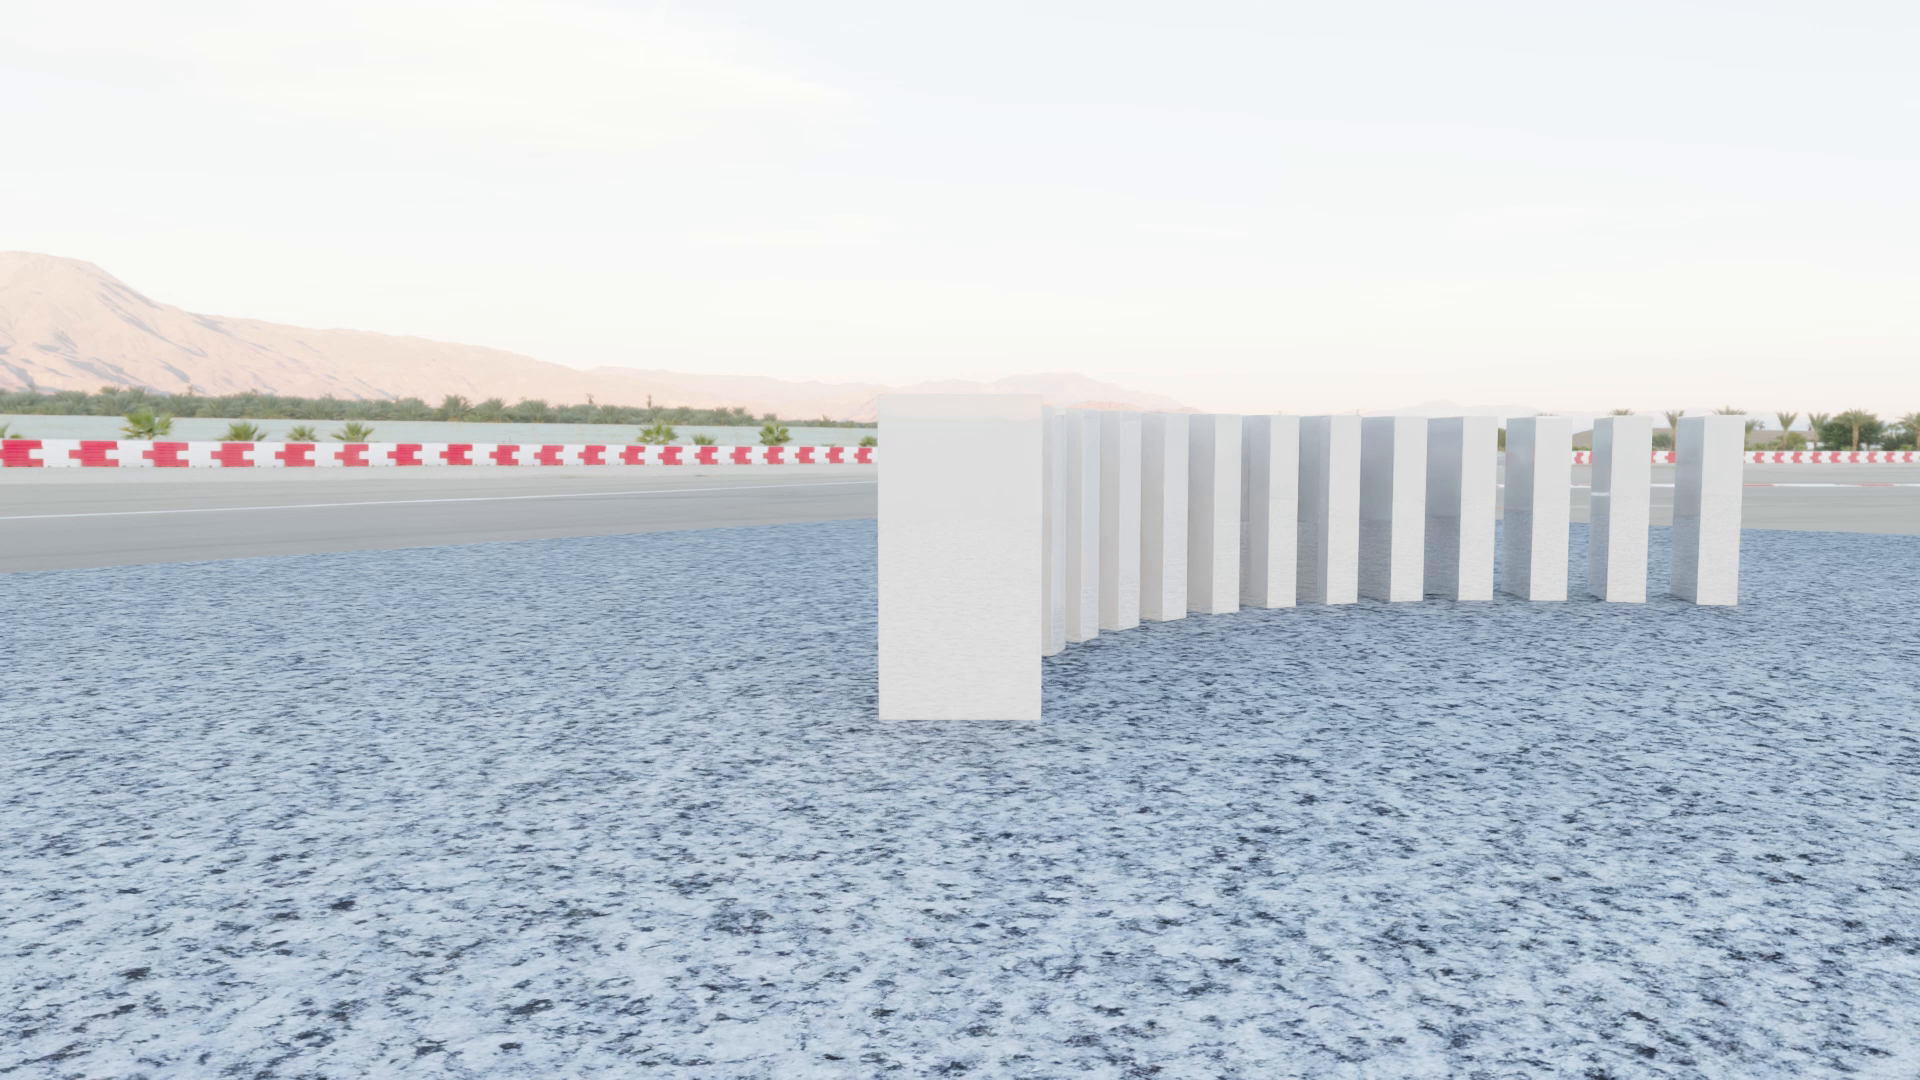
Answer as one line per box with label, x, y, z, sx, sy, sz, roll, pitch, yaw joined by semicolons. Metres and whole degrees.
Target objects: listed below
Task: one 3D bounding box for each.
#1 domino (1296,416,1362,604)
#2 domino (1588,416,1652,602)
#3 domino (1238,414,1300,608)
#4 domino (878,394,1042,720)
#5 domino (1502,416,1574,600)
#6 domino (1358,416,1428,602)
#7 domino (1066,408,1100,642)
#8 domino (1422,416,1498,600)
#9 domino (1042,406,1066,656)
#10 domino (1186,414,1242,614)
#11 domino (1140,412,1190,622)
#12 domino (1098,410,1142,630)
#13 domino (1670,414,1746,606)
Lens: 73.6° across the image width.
domino;0.098;-0.009;0.352;0.010;0.050;0.025;-2;5;-19
domino;0.182;-0.009;0.355;0.009;0.050;0.025;1;4;15
domino;0.078;-0.008;0.343;0.009;0.050;0.025;-2;5;-28
domino;0.000;0.002;0.201;0.025;0.050;0.010;0;4;0
domino;0.161;-0.009;0.359;0.009;0.050;0.025;0;4;6
domino;0.118;-0.009;0.357;0.010;0.050;0.025;-1;4;-11
domino;0.017;-0.004;0.284;0.025;0.050;0.009;2;5;29
domino;0.140;-0.009;0.360;0.010;0.050;0.025;0;4;-3
domino;0.008;-0.002;0.264;0.025;0.050;0.010;2;5;20
domino;0.060;-0.007;0.332;0.009;0.050;0.025;-3;5;-36
domino;0.043;-0.006;0.318;0.009;0.050;0.025;-4;6;-44
domino;0.029;-0.005;0.302;0.025;0.050;0.010;3;5;37
domino;0.203;-0.009;0.349;0.009;0.050;0.025;1;4;14
